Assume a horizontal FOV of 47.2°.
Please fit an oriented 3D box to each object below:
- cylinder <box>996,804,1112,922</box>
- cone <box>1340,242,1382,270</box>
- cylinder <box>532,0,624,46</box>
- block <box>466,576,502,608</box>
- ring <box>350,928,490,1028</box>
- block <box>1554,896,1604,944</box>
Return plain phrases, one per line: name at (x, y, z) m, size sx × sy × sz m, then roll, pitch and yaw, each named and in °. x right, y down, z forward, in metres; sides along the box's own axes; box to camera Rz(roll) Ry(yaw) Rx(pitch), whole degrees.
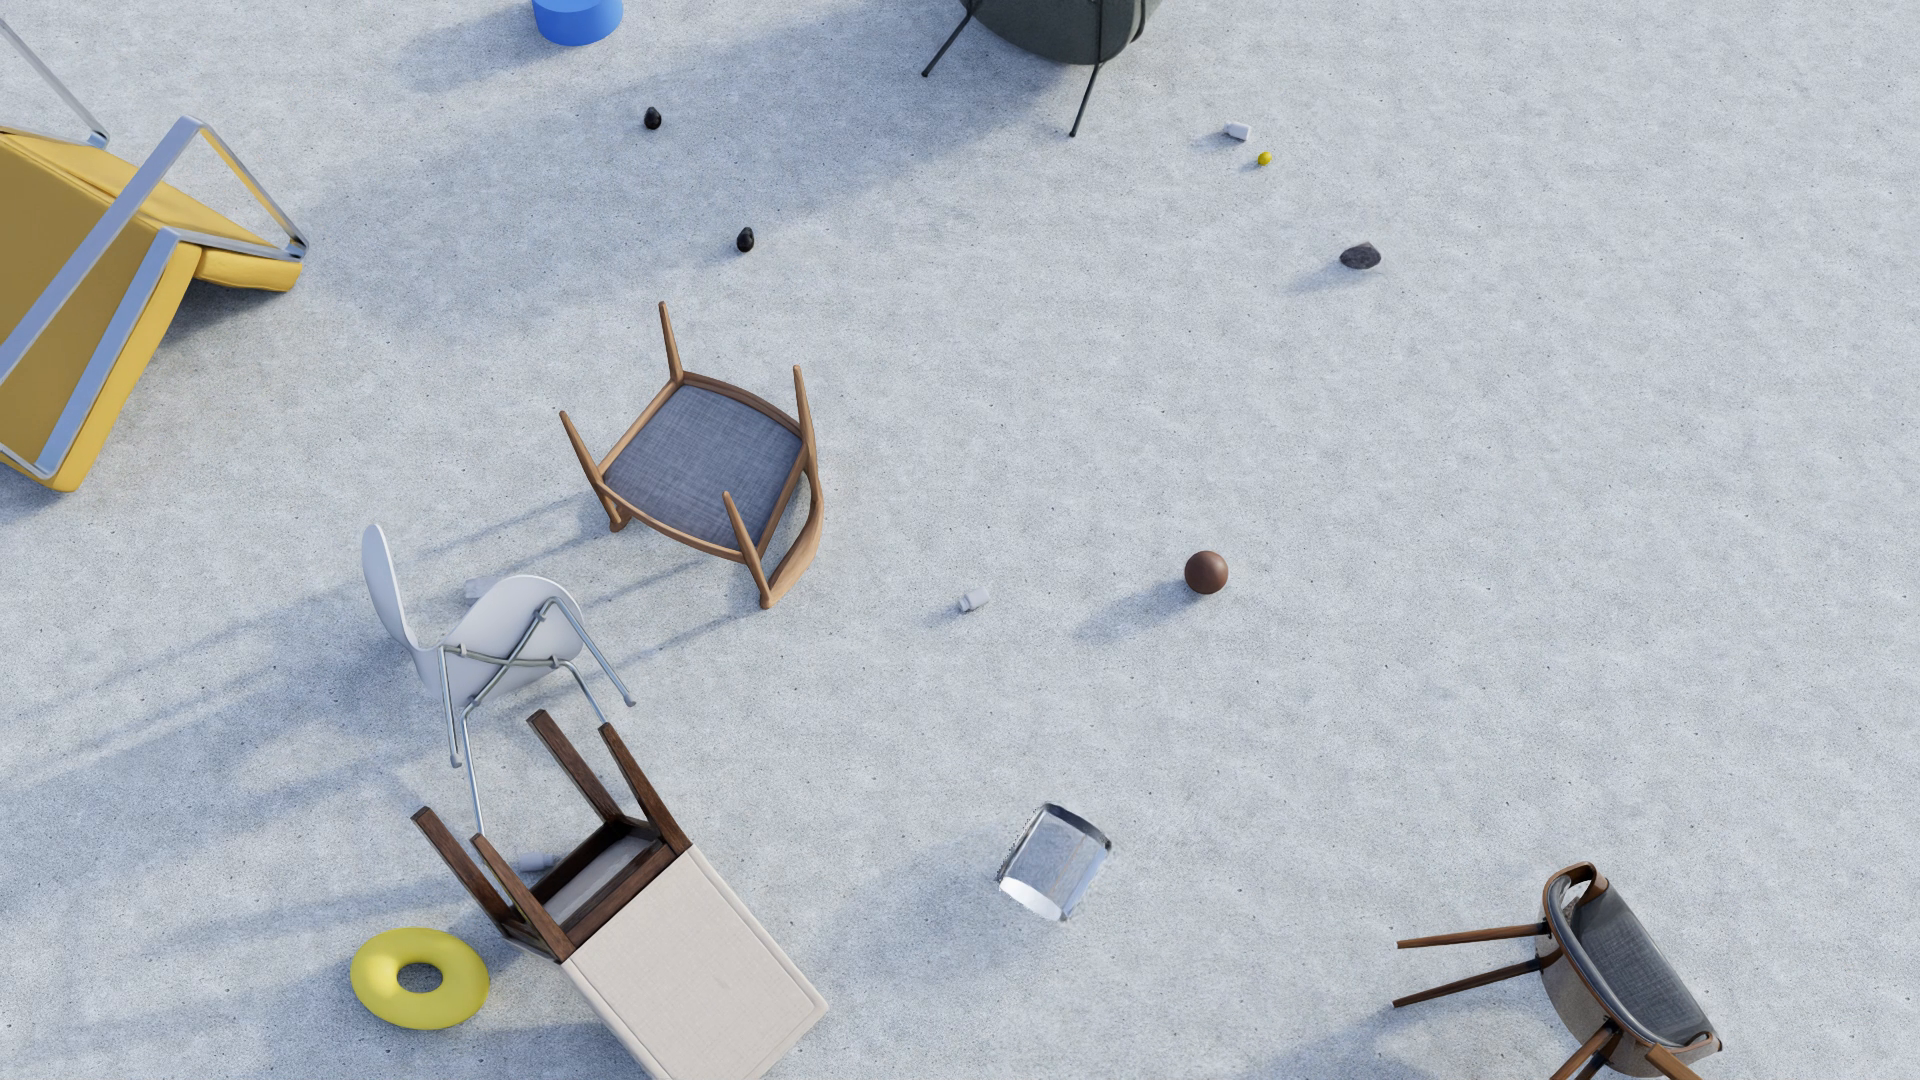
cylinder at (0.253, 0.866, 5.910) m, size 0.223 × 0.135 × 0.248 m, roll 30°, pitch 61°, yaw 9°
cone at (1.322, -0.950, 7.185) m, size 0.135 × 0.081 × 0.127 m, roll 0°, pitch 32°, yaw 25°
cylinder at (-1.352, -1.910, 7.761) m, size 0.298 × 0.157 × 0.318 m, roll 35°, pitch 63°, yaw 21°
block at (-1.396, 0.152, 6.443) m, size 0.094 × 0.048 × 0.066 m, roll -5°, pitch 56°, yaw -4°
ring at (-1.412, 1.145, 5.751) m, size 0.379 × 0.092 × 0.271 m, roll 14°, pitch 56°, yaw 10°
block at (1.651, 1.014, 5.868) m, size 0.083 × 0.041 × 0.091 m, roll -38°, pitch 64°, yaw -22°
